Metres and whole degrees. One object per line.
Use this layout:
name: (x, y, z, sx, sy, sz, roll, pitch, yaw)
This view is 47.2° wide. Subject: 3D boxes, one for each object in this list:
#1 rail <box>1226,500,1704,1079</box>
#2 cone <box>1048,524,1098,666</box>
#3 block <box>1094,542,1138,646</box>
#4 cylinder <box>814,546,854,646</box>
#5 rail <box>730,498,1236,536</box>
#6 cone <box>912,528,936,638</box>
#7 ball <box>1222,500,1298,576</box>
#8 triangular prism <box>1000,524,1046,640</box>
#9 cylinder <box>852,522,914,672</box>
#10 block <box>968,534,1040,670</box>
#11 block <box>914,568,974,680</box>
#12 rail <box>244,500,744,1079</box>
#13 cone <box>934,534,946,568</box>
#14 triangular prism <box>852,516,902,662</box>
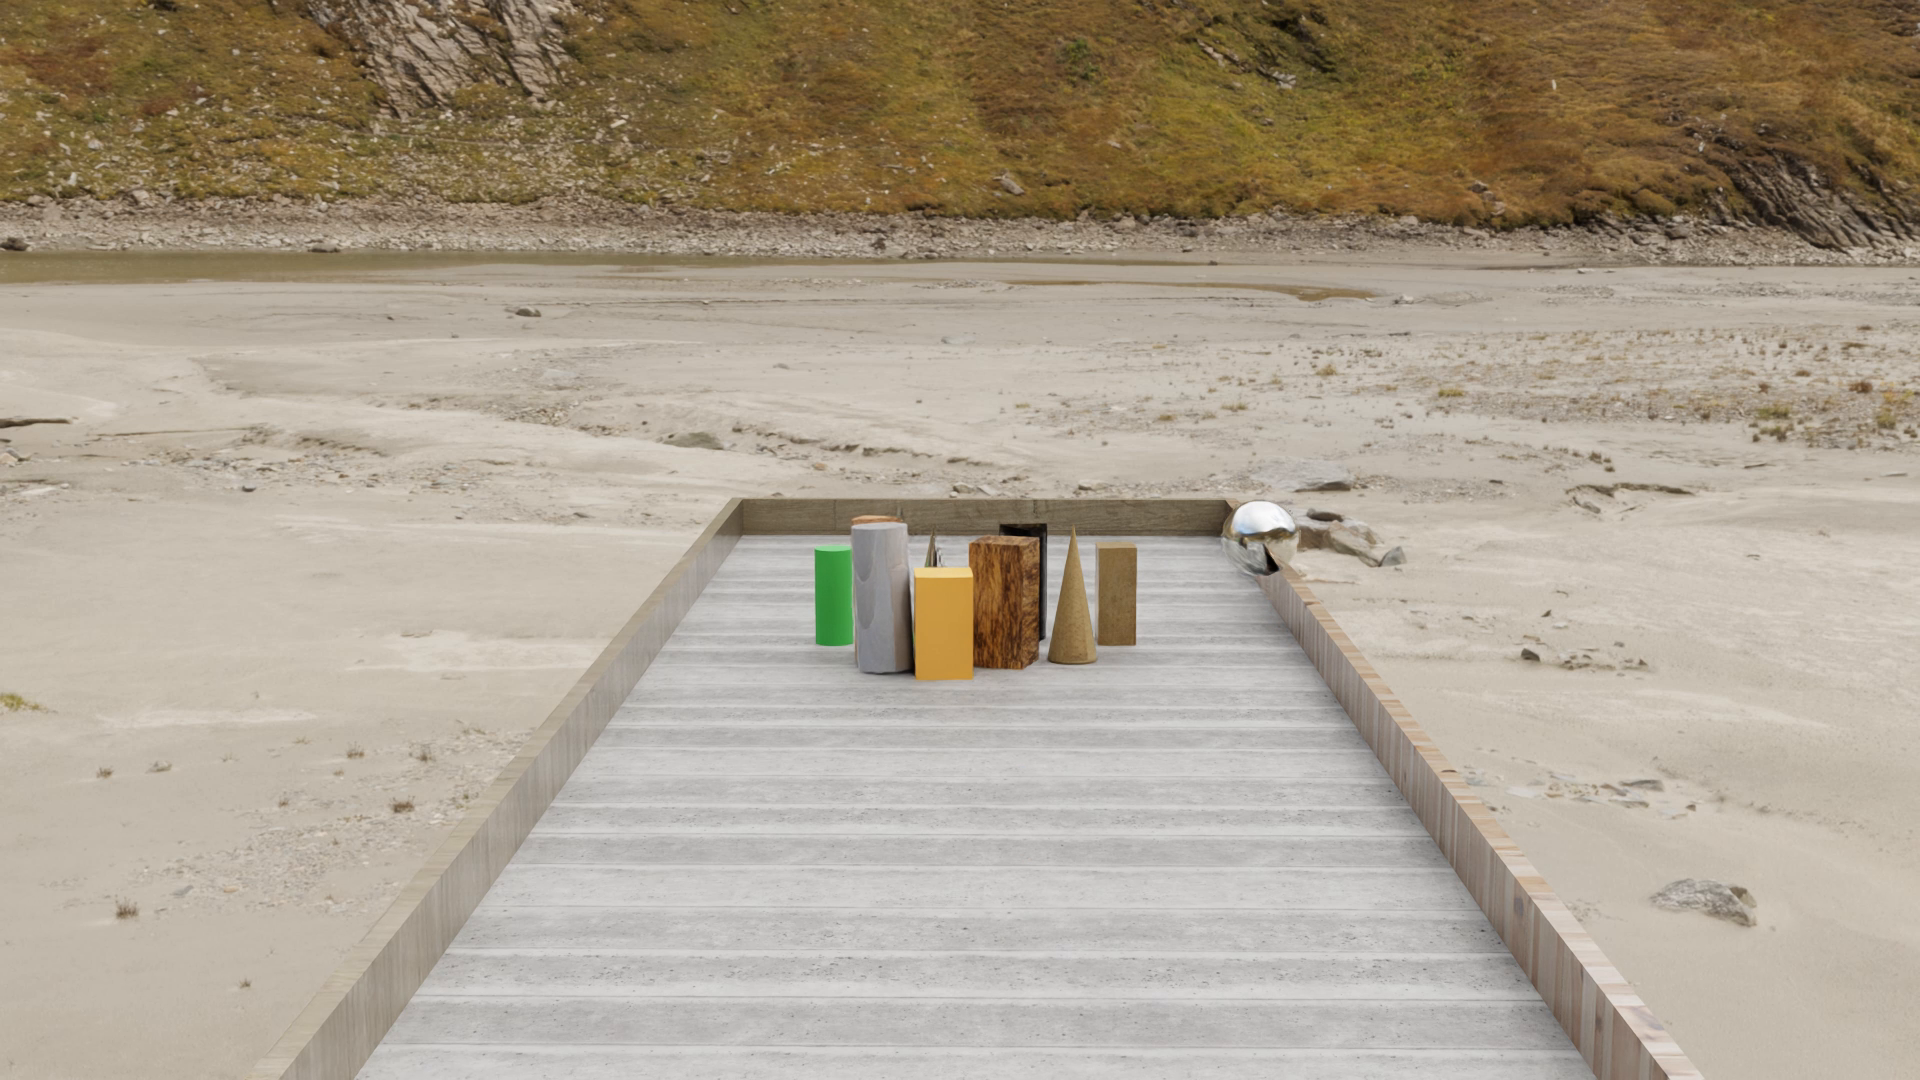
rail: (1.046, 0.843, 3.208, 0.050, 0.150, 12.000, 0, 9, 1)
cone: (0.343, 0.156, 6.672, 0.154, 0.424, 0.154, 0, 9, 0)
block: (0.492, 0.169, 6.949, 0.119, 0.311, 0.119, 0, 9, -2)
cylinder: (-0.397, 0.175, 6.943, 0.121, 0.302, 0.121, 0, 9, 0)
rail: (0.099, -0.098, 9.147, 2.100, 0.150, 0.050, 0, 9, 1)
cone: (-0.084, 0.136, 6.966, 0.166, 0.370, 0.166, 0, 9, 0)
ball: (1.009, -0.007, 7.398, 0.257, 0.257, 0.257, 0, 9, 0)
triangular prism: (0.222, 0.136, 6.970, 0.129, 0.369, 0.149, -7, 11, -36)
cylinder: (-0.230, 0.169, 6.549, 0.168, 0.427, 0.168, -3, 7, 0)
block: (0.134, 0.185, 6.640, 0.170, 0.375, 0.170, 3, 9, 18)
block: (-0.049, 0.245, 6.492, 0.168, 0.304, 0.168, 0, 9, -3)
rail: (-1.004, 0.839, 3.234, 0.050, 0.150, 12.000, 0, 9, 1)
cone: (-0.043, 0.165, 6.681, 0.124, 0.386, 0.124, -10, 10, 2)
triangular prism: (-0.265, 0.144, 6.706, 0.154, 0.428, 0.133, -3, 5, -17)
